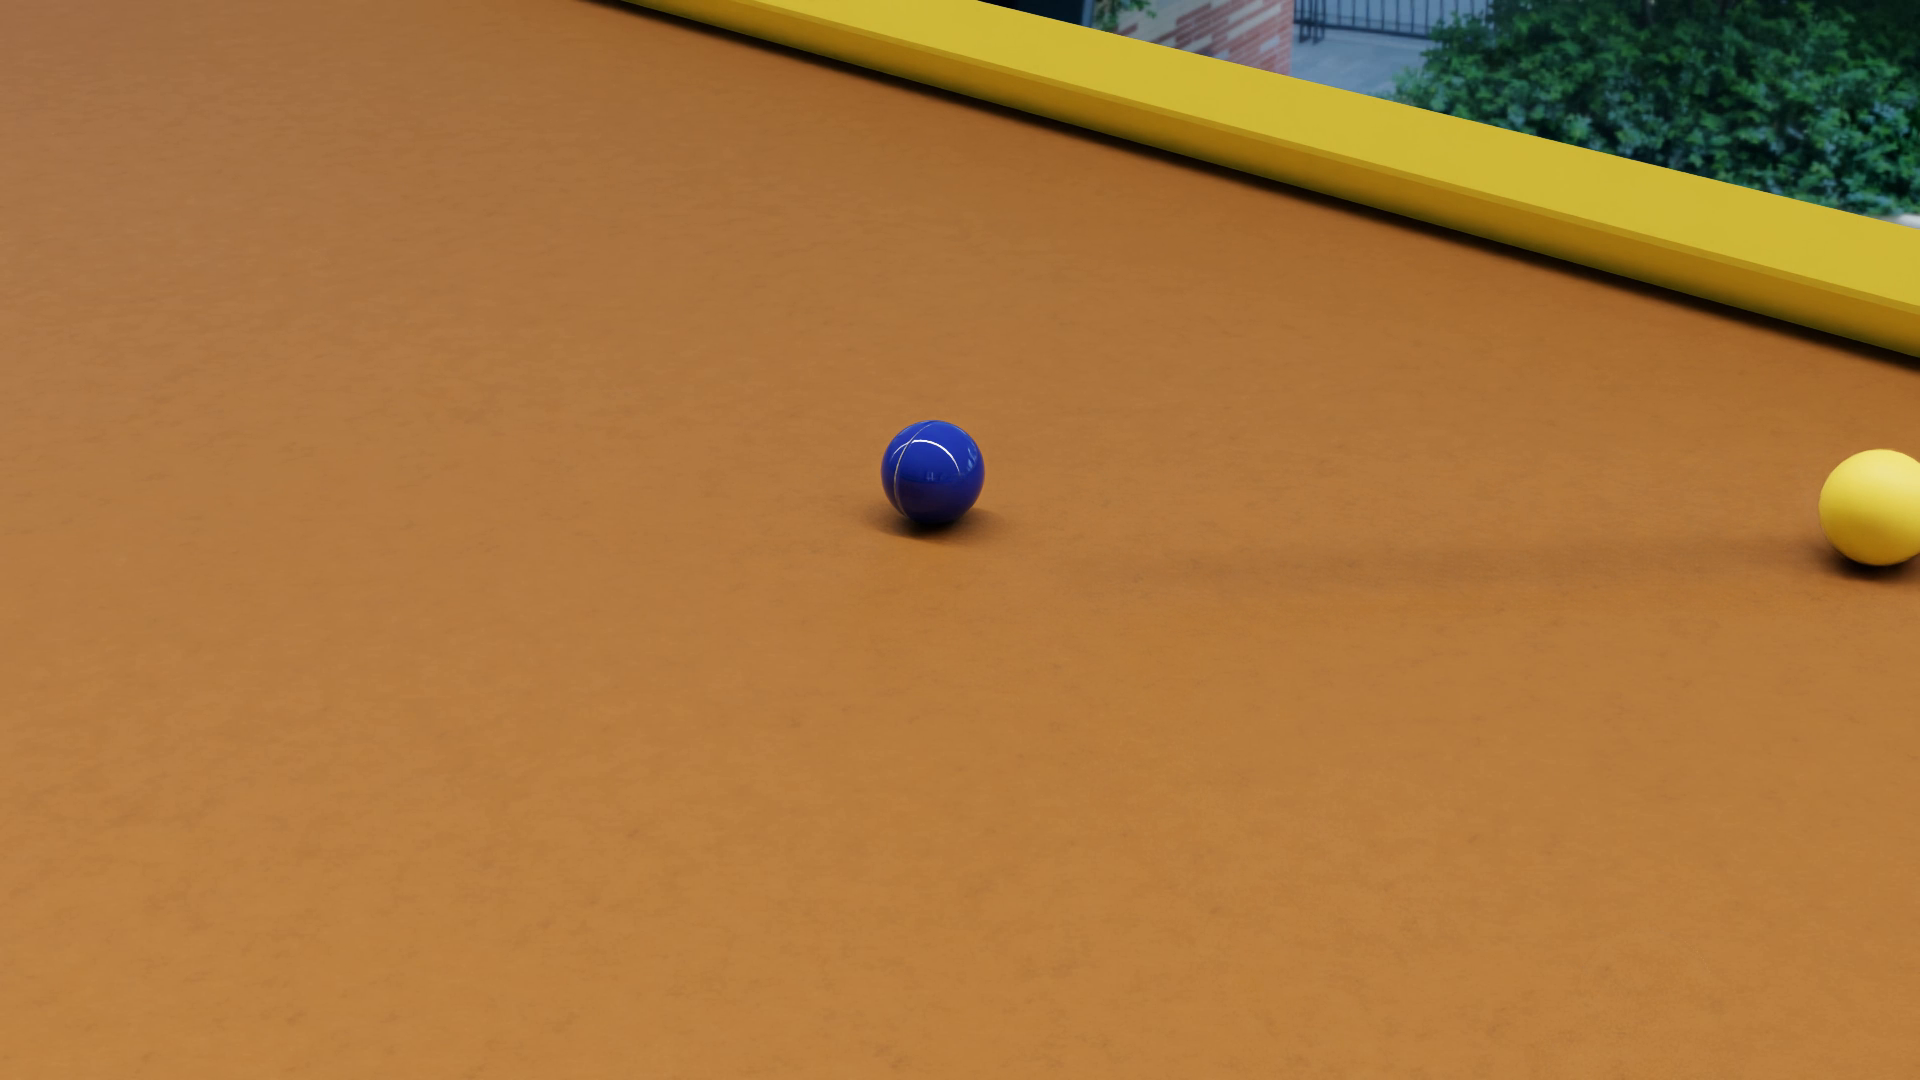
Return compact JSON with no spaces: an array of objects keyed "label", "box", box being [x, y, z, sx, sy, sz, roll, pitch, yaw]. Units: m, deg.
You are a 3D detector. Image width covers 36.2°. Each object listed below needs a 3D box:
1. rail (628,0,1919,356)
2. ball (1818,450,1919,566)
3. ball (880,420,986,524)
[{"label":"rail","box":[0.037,-0.594,3.637,0.045,0.122,4.093,-20,31,-39]},{"label":"ball","box":[0.739,-0.026,2.362,0.094,0.094,0.094,0,23,0]},{"label":"ball","box":[-0.023,-0.056,2.441,0.087,0.087,0.087,0,23,0]}]
